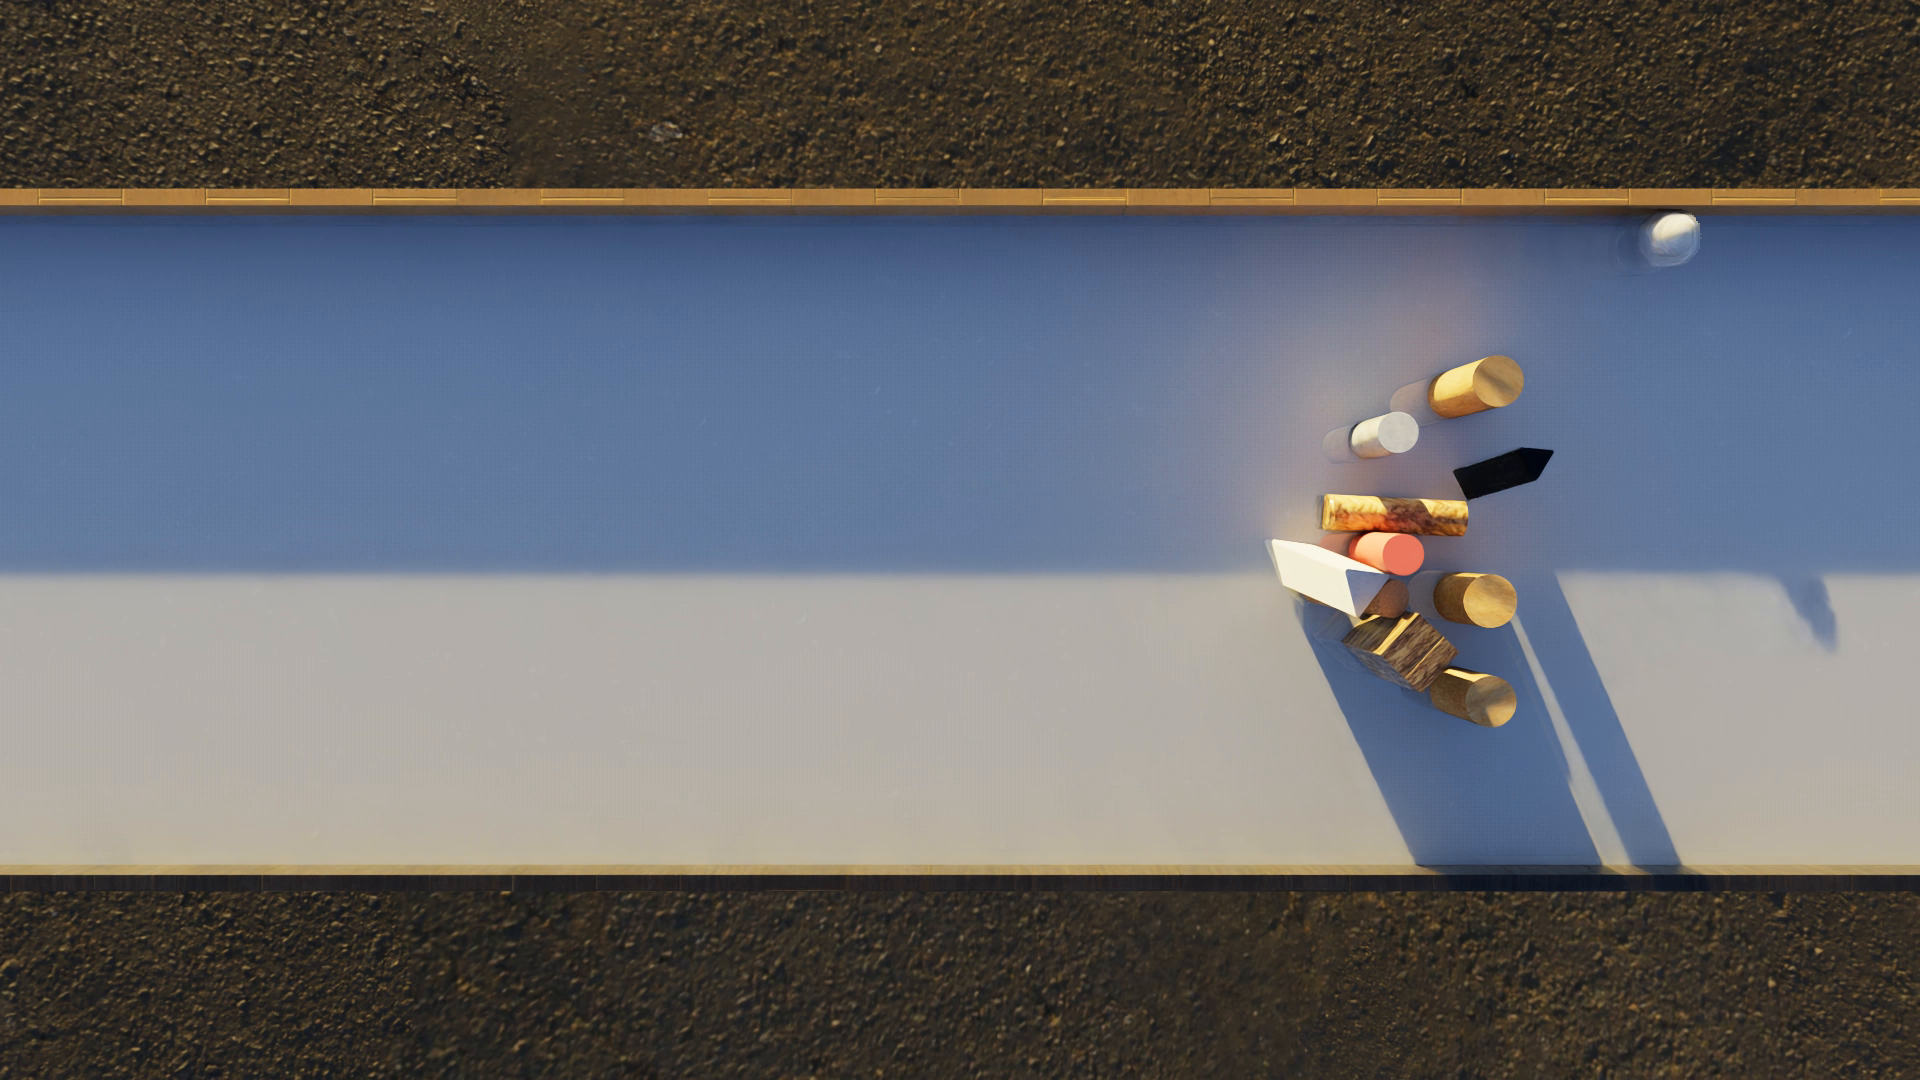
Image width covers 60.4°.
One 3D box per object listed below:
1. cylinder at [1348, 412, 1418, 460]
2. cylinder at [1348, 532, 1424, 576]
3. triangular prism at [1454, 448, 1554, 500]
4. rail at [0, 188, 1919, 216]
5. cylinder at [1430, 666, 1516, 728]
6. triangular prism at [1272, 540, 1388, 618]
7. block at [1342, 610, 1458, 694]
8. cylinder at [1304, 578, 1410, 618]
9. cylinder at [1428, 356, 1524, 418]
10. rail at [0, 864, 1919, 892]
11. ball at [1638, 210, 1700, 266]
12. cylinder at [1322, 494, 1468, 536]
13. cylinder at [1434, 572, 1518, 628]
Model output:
[{"bbox_3d":[1.253,-0.308,4.896,0.118,0.361,0.118,0,90,0],"label":"cylinder"},{"bbox_3d":[1.252,0.038,4.861,0.117,0.429,0.117,0,91,1],"label":"cylinder"},{"bbox_3d":[1.606,-0.209,4.857,0.088,0.430,0.102,-26,88,-10],"label":"triangular prism"},{"bbox_3d":[-2.247,-1.025,5.002,12.000,0.150,0.050,0,90,0],"label":"rail"},{"bbox_3d":[1.520,0.463,4.899,0.148,0.354,0.148,0,90,0],"label":"cylinder"},{"bbox_3d":[1.102,0.086,4.882,0.133,0.387,0.153,-24,110,-15],"label":"triangular prism"},{"bbox_3d":[1.288,0.314,4.854,0.158,0.440,0.158,43,90,-2],"label":"block"},{"bbox_3d":[1.170,0.154,4.896,0.112,0.348,0.112,-3,97,-27],"label":"cylinder"},{"bbox_3d":[1.511,-0.447,4.853,0.145,0.446,0.145,0,90,0],"label":"cylinder"},{"bbox_3d":[-2.247,1.025,5.001,12.000,0.150,0.050,0,90,0],"label":"rail"},{"bbox_3d":[2.143,-0.915,4.991,0.170,0.170,0.170,0,90,0],"label":"ball"},{"bbox_3d":[1.322,-0.075,5.021,0.417,0.109,0.109,3,90,0],"label":"cylinder"},{"bbox_3d":[1.534,0.177,4.923,0.155,0.307,0.155,0,90,0],"label":"cylinder"}]
